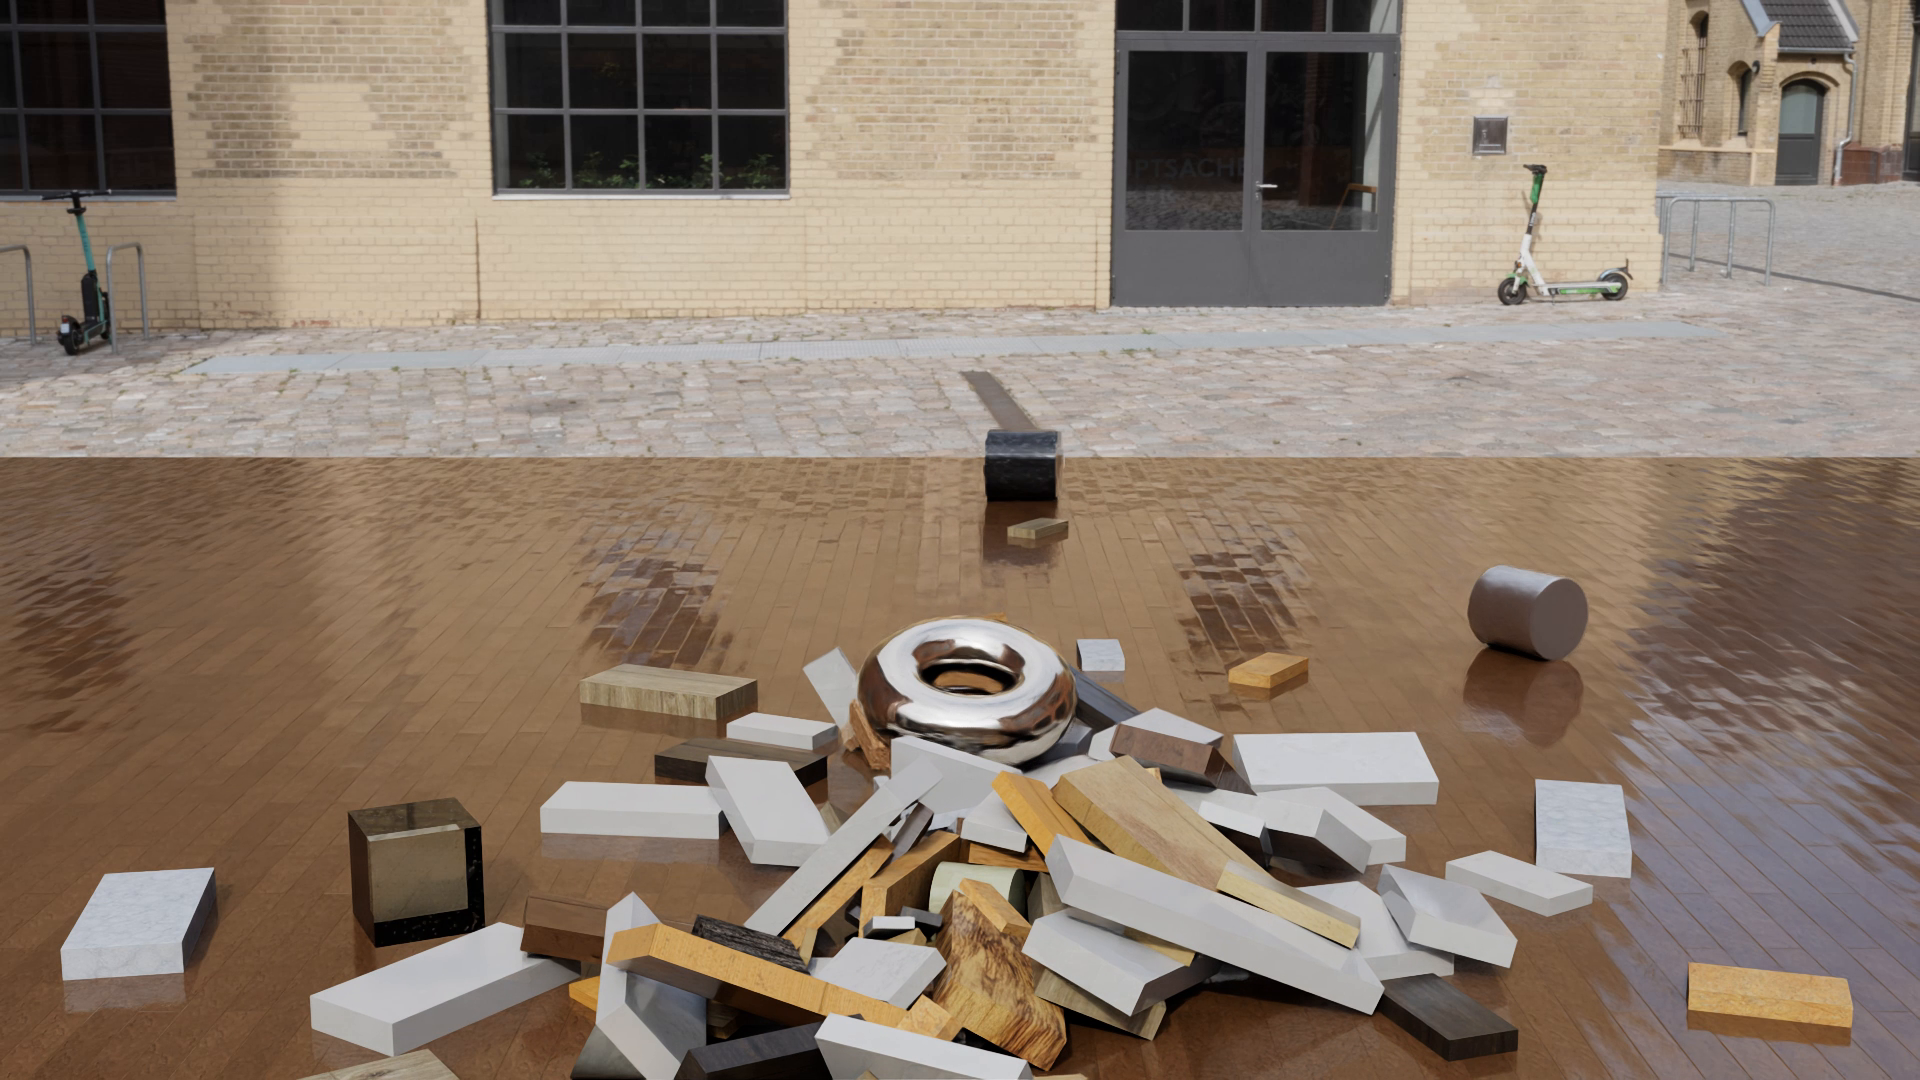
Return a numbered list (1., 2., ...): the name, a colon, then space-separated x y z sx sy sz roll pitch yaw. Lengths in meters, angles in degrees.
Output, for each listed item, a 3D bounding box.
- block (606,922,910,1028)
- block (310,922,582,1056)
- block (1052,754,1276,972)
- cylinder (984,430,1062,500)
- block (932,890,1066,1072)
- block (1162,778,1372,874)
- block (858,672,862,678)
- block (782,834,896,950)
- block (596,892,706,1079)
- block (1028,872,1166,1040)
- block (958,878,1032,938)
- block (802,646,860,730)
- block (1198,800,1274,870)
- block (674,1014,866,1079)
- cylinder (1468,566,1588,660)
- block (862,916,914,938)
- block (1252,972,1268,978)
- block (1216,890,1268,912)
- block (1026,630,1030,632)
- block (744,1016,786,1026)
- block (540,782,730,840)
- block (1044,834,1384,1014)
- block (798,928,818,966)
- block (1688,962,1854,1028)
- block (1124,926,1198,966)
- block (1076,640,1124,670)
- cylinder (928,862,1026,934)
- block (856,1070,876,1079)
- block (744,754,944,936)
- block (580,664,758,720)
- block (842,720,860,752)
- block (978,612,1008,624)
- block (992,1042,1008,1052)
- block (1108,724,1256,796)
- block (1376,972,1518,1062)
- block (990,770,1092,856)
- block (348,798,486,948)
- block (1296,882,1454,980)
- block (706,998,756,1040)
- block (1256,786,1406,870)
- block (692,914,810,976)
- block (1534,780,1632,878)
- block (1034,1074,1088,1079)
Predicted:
1. block: -0.251 0.595 2.897 0.408 0.042 0.148 25 -25 -23
2. block: -0.744 0.650 3.209 0.173 0.049 0.361 7 13 34
3. block: 0.355 0.500 3.450 0.165 0.047 0.442 -10 39 -45
4. cylinder: 0.220 -0.260 7.583 0.241 0.241 0.241 2 11 9
5. block: 0.054 0.622 3.137 0.179 0.051 0.358 29 9 -5
6. block: 0.496 0.487 3.783 0.385 0.051 0.179 6 -22 42
7. block: -0.142 0.302 5.053 0.202 0.029 0.101 -18 14 -42
8. block: -0.190 0.547 3.395 0.029 0.206 0.103 45 21 2
9. block: -0.415 0.620 2.983 0.047 0.166 0.332 -37 16 5
10. block: 0.197 0.609 3.254 0.179 0.051 0.384 22 10 -4
11. block: 0.054 0.551 3.297 0.060 0.017 0.121 21 13 -42
12. block: -0.245 0.319 4.599 0.087 0.174 0.025 -30 6 11
13. block: 0.465 0.499 3.712 0.108 0.031 0.217 16 -18 18
14. block: -0.243 0.674 2.733 0.279 0.139 0.040 0 36 -46
15. cylinder: 1.380 0.176 5.351 0.200 0.200 0.200 -7 12 -32
16. block: -0.105 0.567 3.214 0.060 0.017 0.121 2 -17 -9
17. block: 0.490 0.642 3.349 0.052 0.015 0.104 9 13 39
18. block: 0.431 0.561 3.318 0.104 0.015 0.052 31 29 21
19. block: -0.023 0.289 4.913 0.176 0.050 0.381 -9 9 44
20. block: -0.298 0.677 3.154 0.116 0.016 0.058 0 11 2
21. block: -0.587 0.496 4.046 0.329 0.047 0.165 1 11 7
22. block: 0.365 0.554 3.174 0.493 0.044 0.155 22 10 -12
23. block: -0.236 0.629 3.295 0.016 0.058 0.116 21 10 -2
24. block: 1.176 0.661 3.201 0.221 0.031 0.110 3 11 17
25. block: 0.310 0.562 3.222 0.104 0.029 0.208 25 10 12
26. block: 0.337 0.276 5.283 0.101 0.029 0.202 0 11 0
27. cylinder: 0.028 0.570 3.439 0.124 0.124 0.124 3 11 15
28. block: -0.161 0.732 2.557 0.141 0.040 0.282 -43 5 10
29. block: -0.181 0.486 3.447 0.049 0.346 0.173 46 21 7
30. block: -0.649 0.336 4.898 0.353 0.050 0.176 5 12 25
31. block: -0.167 0.360 4.528 0.174 0.025 0.087 -37 19 8
32. block: -0.043 0.247 4.915 0.138 0.039 0.471 -12 7 25
33. block: 0.041 0.668 3.096 0.067 0.019 0.135 36 8 -7
34. block: 0.407 0.424 3.874 0.179 0.051 0.358 12 -18 29
35. block: 0.683 0.676 3.123 0.110 0.031 0.220 -4 11 -19
36. block: 0.159 0.471 3.439 0.108 0.031 0.271 22 22 -47
37. block: -0.871 0.529 3.522 0.173 0.173 0.173 -5 12 -26
38. block: 0.624 0.611 3.435 0.155 0.044 0.310 -3 11 -17
39. block: -0.360 0.670 3.109 0.135 0.019 0.067 1 22 38
40. block: 0.655 0.515 3.953 0.157 0.044 0.313 -3 11 -17
41. block: -0.299 0.610 3.159 0.149 0.042 0.297 19 -1 -13
42. block: 1.116 0.514 3.955 0.157 0.044 0.408 3 11 14
43. block: 0.214 0.750 2.610 0.104 0.029 0.463 4 11 -29
